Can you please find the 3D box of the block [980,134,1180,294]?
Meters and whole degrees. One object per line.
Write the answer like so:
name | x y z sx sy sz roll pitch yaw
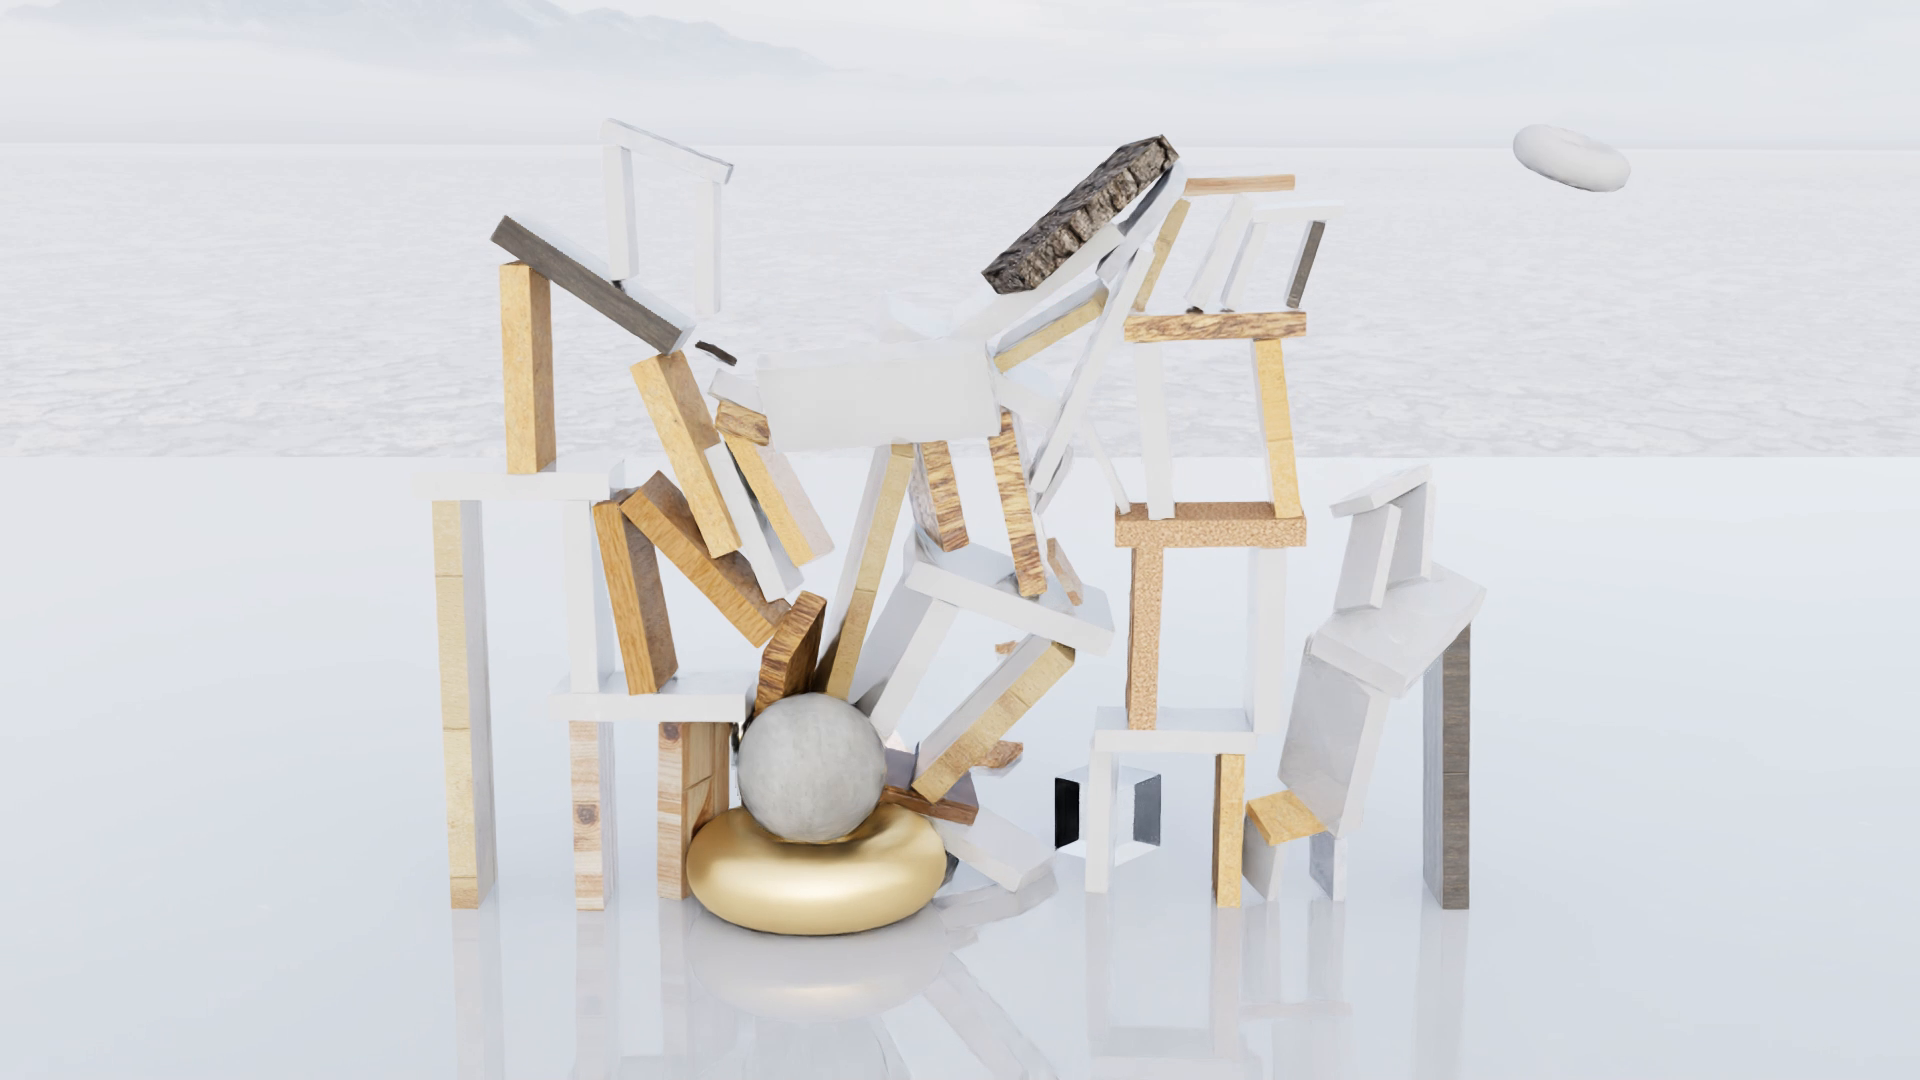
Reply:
block | 0.182 -0.494 3.349 0.310 0.044 0.155 -43 16 -12

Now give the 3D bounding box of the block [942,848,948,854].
block | -0.125 0.452 3.876 0.268 0.038 0.134 37 14 -3

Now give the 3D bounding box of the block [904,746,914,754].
block | -0.166 0.439 4.429 0.141 0.020 0.071 -2 11 -11

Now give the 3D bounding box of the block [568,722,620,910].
block | -0.604 0.434 3.637 0.045 0.319 0.159 0 11 0

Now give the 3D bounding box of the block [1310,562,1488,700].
block | 0.685 0.124 3.418 0.154 0.044 0.309 28 39 23

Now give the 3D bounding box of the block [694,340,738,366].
block | -0.381 -0.292 3.440 0.045 0.013 0.091 31 -2 -24

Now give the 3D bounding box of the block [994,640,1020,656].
block | 0.155 0.269 5.345 0.131 0.019 0.066 10 15 43

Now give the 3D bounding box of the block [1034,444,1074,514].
block | 0.151 -0.098 3.534 0.015 0.109 0.054 23 37 -10

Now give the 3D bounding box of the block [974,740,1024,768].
block | 0.077 0.434 4.458 0.066 0.019 0.131 4 11 19

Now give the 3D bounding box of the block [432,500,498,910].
block | -0.811 0.256 3.611 0.044 0.677 0.157 0 11 0

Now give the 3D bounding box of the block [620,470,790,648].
block | -0.405 0.029 3.522 0.044 0.310 0.155 -42 7 12

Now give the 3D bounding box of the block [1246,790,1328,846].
block | 0.553 0.437 3.547 0.165 0.023 0.082 -12 42 -19

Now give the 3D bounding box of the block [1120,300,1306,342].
block | 0.398 -0.347 3.480 0.282 0.040 0.141 -1 13 2

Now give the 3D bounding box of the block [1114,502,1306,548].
block | 0.400 -0.026 3.544 0.301 0.043 0.151 -1 12 4

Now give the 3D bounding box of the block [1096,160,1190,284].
block | 0.280 -0.489 3.379 0.027 0.191 0.095 34 33 -10

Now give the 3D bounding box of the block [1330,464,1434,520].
block | 0.658 -0.076 3.434 0.165 0.023 0.082 -25 6 -41

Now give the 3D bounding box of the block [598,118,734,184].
block | -0.458 -0.608 3.443 0.204 0.029 0.102 20 11 -5

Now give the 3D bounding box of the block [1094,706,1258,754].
block | 0.355 0.312 3.614 0.263 0.037 0.131 0 13 5

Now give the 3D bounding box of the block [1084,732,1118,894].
block | 0.241 0.448 3.711 0.037 0.263 0.131 3 11 9

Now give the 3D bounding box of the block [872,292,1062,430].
block | 0.011 -0.288 3.503 0.308 0.044 0.154 26 18 -16

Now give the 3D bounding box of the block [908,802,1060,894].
block | 0.024 0.503 3.772 0.268 0.038 0.134 29 22 23

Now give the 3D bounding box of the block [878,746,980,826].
block | -0.107 0.409 3.771 0.268 0.038 0.134 16 21 -15

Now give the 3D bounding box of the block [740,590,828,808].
block | -0.306 0.318 3.727 0.044 0.524 0.155 22 46 9

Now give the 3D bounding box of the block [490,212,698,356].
block | -0.575 -0.408 3.479 0.325 0.046 0.162 33 9 -4

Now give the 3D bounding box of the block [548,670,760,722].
block | -0.498 0.254 3.601 0.319 0.045 0.159 0 11 3

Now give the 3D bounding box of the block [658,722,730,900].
block | -0.445 0.424 3.684 0.045 0.319 0.159 7 12 23

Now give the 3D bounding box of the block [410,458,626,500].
block | -0.709 -0.099 3.546 0.313 0.044 0.157 0 11 1

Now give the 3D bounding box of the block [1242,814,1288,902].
block | 0.496 0.509 3.605 0.023 0.165 0.082 -23 47 -24

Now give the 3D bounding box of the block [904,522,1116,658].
block | 0.079 0.081 3.644 0.351 0.050 0.175 20 19 -10

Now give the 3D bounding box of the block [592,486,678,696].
block | -0.523 0.080 3.554 0.044 0.310 0.155 -9 10 8

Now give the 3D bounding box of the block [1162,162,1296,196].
block | 0.420 -0.566 3.447 0.186 0.026 0.093 -6 21 -16

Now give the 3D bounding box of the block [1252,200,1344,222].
block | 0.525 -0.511 3.417 0.140 0.020 0.070 -2 16 8

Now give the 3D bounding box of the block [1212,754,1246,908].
block | 0.443 0.460 3.637 0.037 0.263 0.131 0 13 2

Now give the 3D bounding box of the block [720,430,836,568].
block | -0.294 -0.086 3.528 0.037 0.263 0.131 -29 -1 13

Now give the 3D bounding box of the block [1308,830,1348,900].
block | 0.607 0.505 3.629 0.023 0.165 0.082 -14 31 -17

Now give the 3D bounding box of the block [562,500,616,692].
block | -0.604 0.077 3.579 0.044 0.313 0.157 -1 11 1
